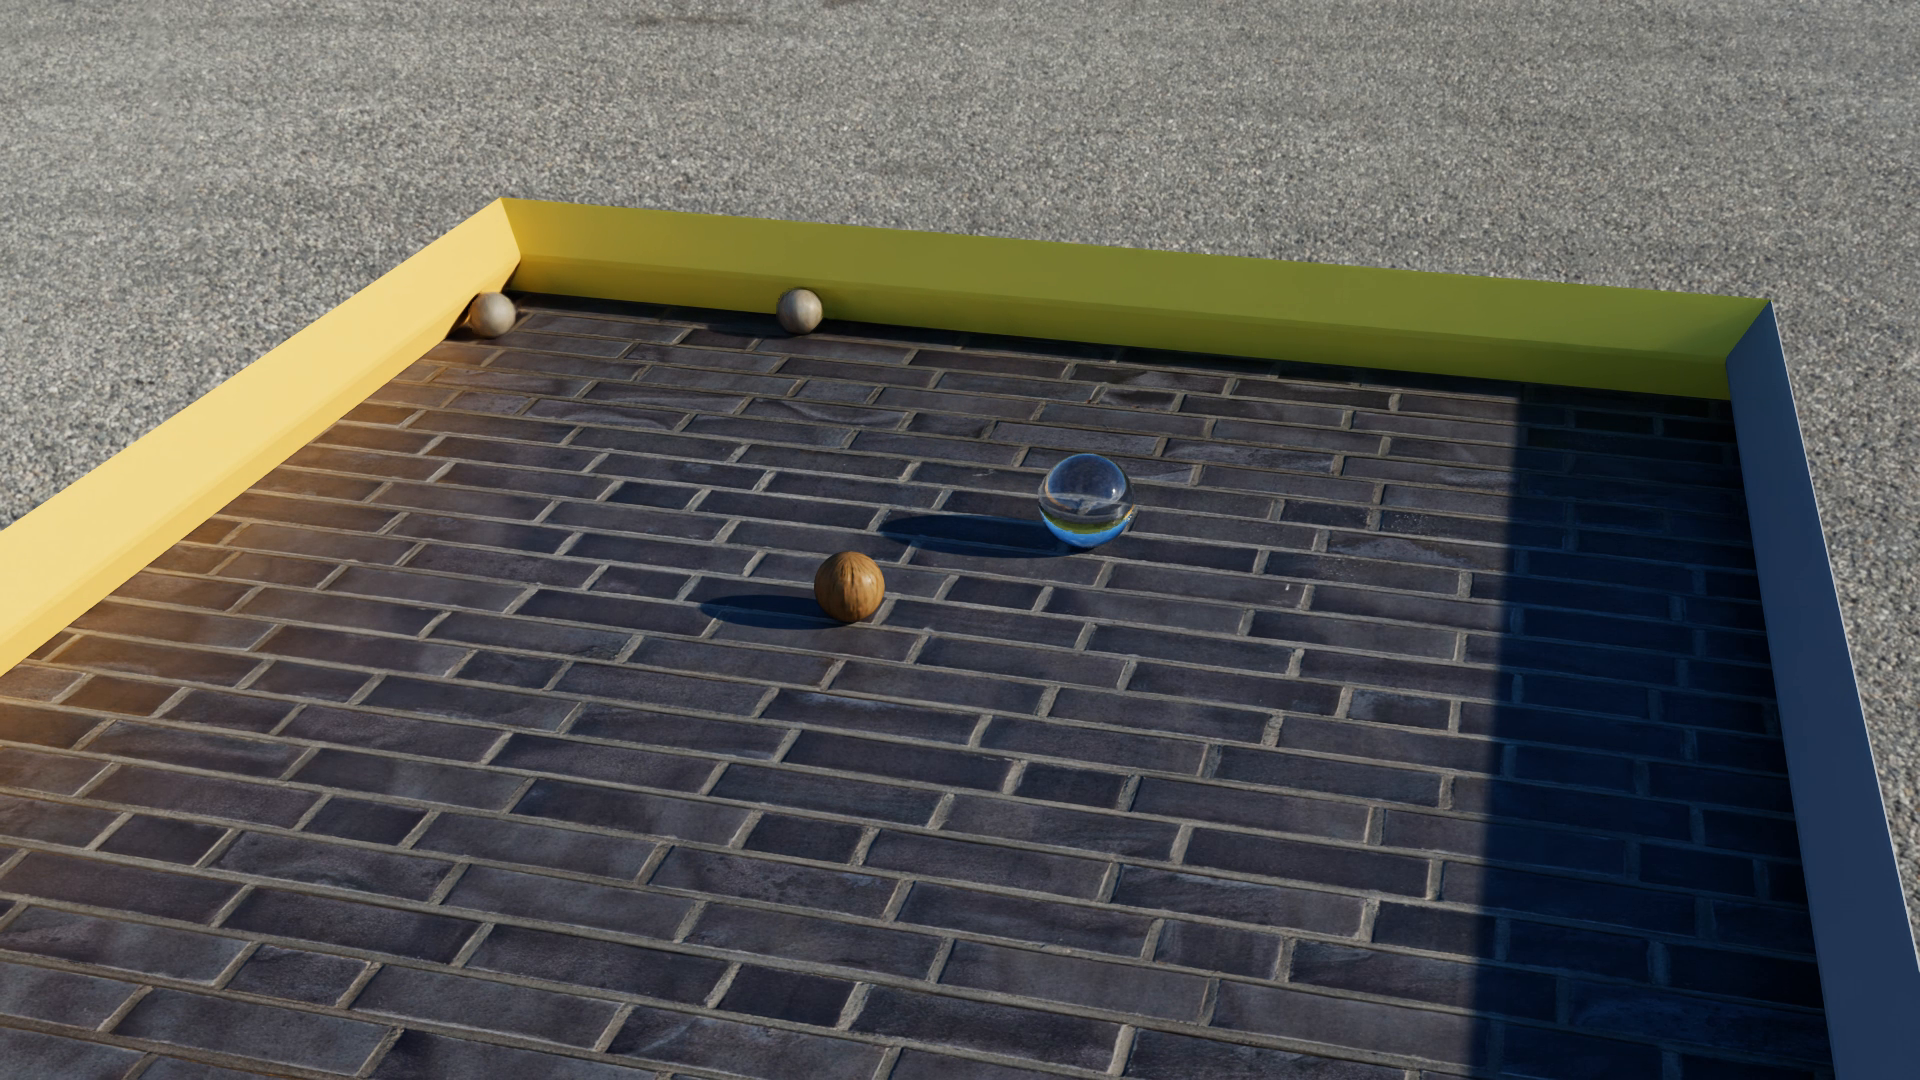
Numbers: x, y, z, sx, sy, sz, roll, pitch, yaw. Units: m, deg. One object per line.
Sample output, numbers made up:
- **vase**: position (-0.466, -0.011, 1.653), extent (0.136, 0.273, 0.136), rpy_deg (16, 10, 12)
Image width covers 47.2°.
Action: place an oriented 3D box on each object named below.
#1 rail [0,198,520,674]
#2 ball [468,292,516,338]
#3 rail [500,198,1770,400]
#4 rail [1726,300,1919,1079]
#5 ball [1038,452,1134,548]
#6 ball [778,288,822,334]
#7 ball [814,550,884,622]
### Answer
- **rail**: position (-0.934, 0.178, 1.788), extent (0.045, 0.129, 2.723), rpy_deg (6, 27, 13)
- **ball**: position (-0.603, -0.291, 2.833), extent (0.059, 0.059, 0.059), rpy_deg (0, 26, 0)
- **rail**: position (0.163, -0.303, 2.777), extent (1.626, 0.129, 0.045), rpy_deg (6, 27, 13)
- **rail**: position (0.595, 0.350, 1.436), extent (0.045, 0.129, 2.723), rpy_deg (6, 27, 13)
- **ball**: position (0.131, -0.041, 2.274), extent (0.099, 0.099, 0.099), rpy_deg (0, 26, 0)
- **ball**: position (-0.207, -0.296, 2.844), extent (0.059, 0.059, 0.059), rpy_deg (0, 26, 0)
- **ball**: position (-0.107, 0.045, 2.132), extent (0.069, 0.069, 0.069), rpy_deg (0, 26, 0)
